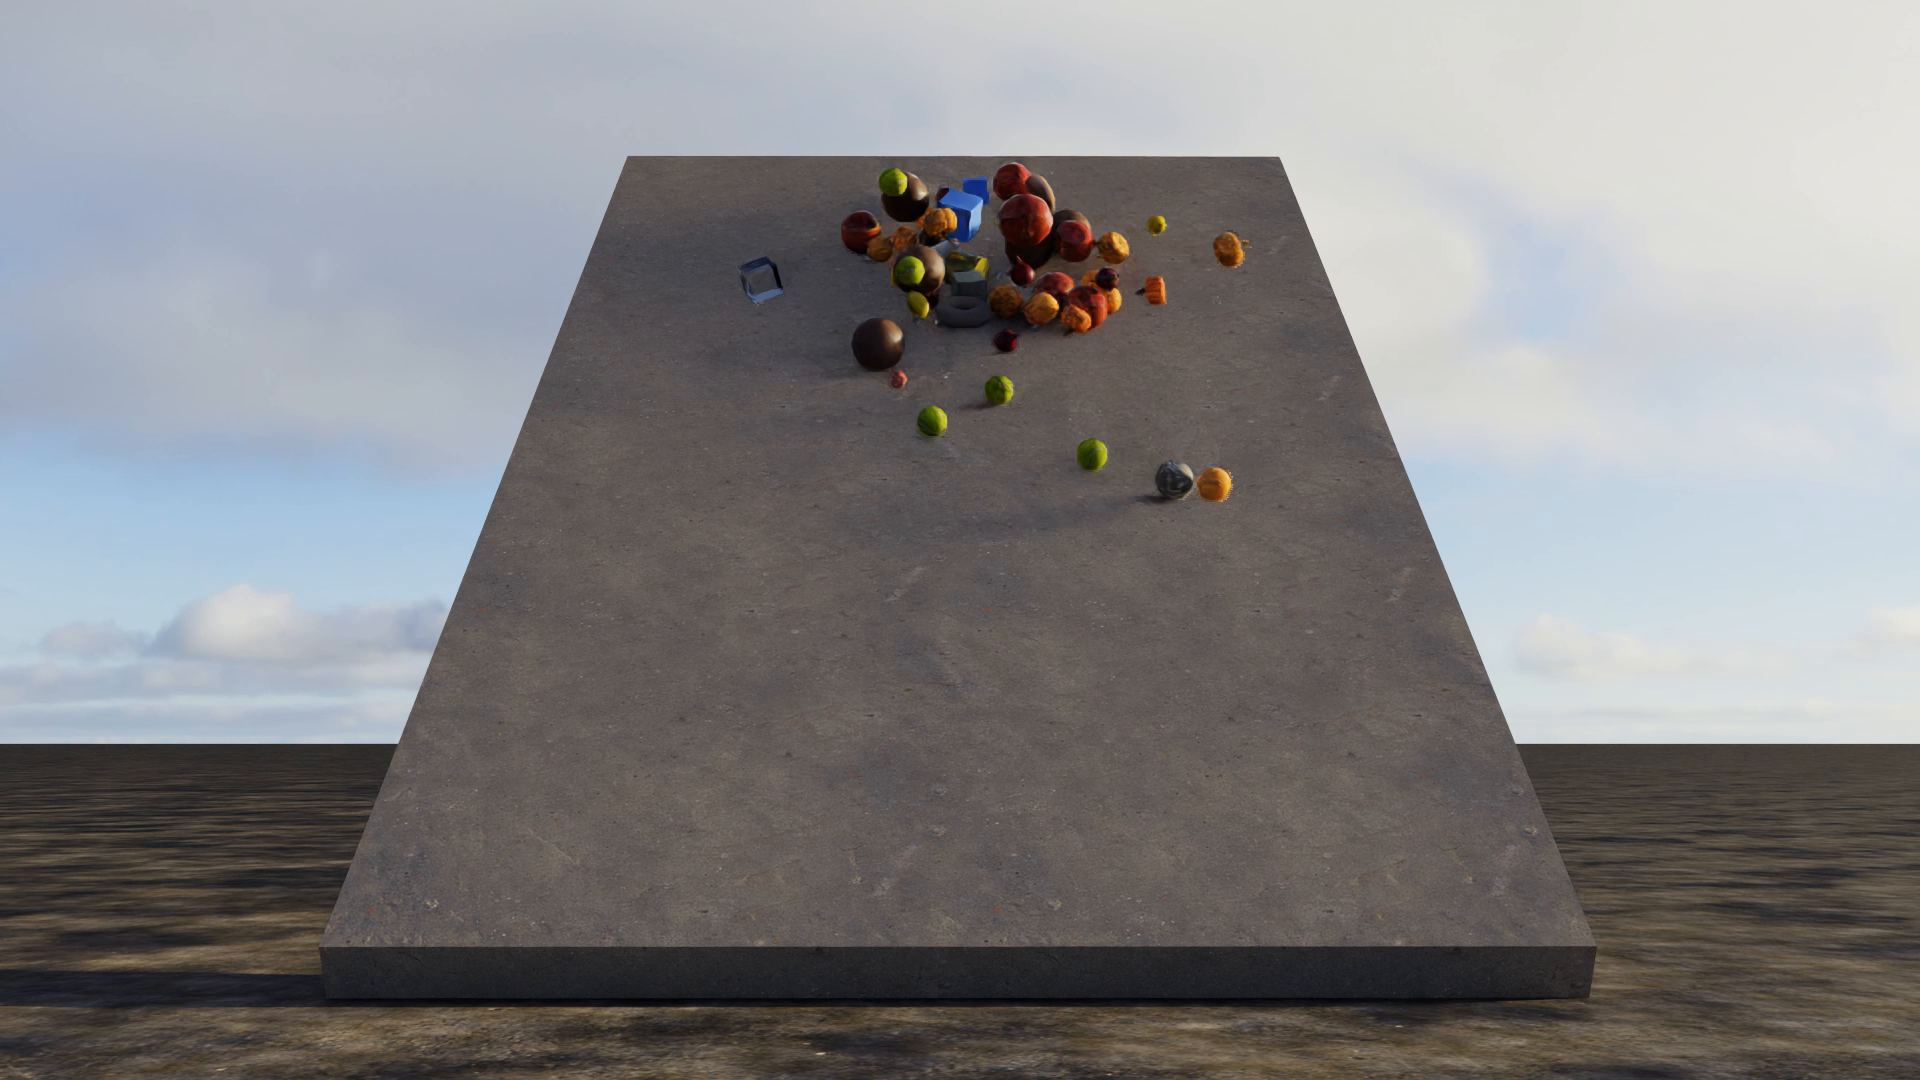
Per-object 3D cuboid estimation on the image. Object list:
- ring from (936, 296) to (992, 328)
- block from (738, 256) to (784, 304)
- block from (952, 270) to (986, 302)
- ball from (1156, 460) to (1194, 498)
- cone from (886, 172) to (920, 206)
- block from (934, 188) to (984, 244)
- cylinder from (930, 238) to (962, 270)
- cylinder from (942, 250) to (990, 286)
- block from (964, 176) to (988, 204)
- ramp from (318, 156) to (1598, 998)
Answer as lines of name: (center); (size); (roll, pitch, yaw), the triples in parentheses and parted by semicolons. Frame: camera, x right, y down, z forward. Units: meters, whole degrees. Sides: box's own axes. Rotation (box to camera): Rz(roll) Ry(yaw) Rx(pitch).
ring: (0.009, -0.583, 6.053); (0.142, 0.047, 0.142); (1, 28, -1)
block: (-0.518, -0.676, 6.156); (0.081, 0.081, 0.081); (-23, 31, -15)
block: (0.024, -0.648, 6.148); (0.076, 0.076, 0.076); (-5, 28, -11)
ball: (0.464, -0.131, 5.127); (0.083, 0.083, 0.083); (0, -5, 0)
cone: (-0.165, -0.999, 6.873); (0.096, 0.096, 0.096); (-1, -36, -1)
block: (-0.003, -0.875, 6.400); (0.096, 0.096, 0.096); (17, 35, 13)
cylinder: (-0.034, -0.765, 6.348); (0.069, 0.069, 0.069); (-18, -9, 14)
cylinder: (0.017, -0.709, 6.247); (0.091, 0.091, 0.091); (17, 3, 26)
block: (0.046, -1.008, 6.849); (0.069, 0.069, 0.069); (-2, 17, 0)
ramp: (-0.011, -0.227, 5.514); (2.000, 0.100, 4.000); (0, 27, 0)
